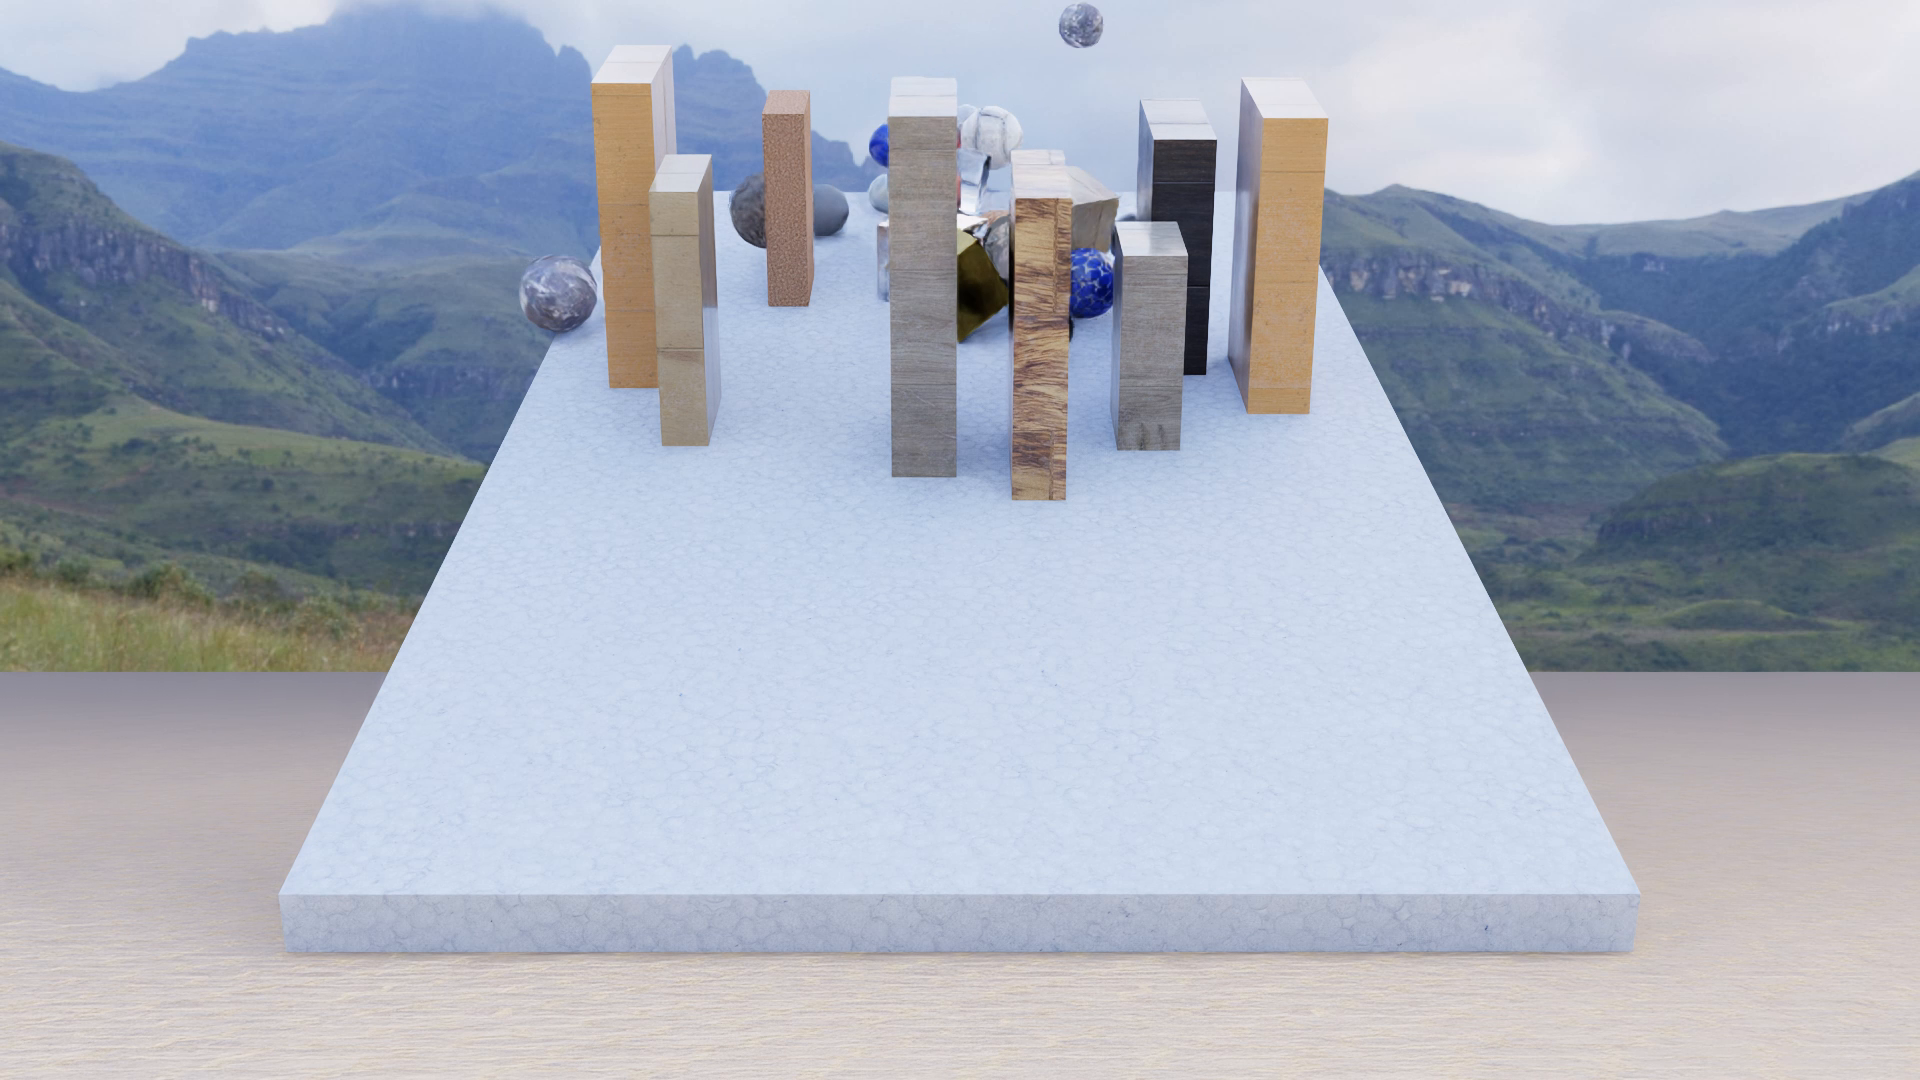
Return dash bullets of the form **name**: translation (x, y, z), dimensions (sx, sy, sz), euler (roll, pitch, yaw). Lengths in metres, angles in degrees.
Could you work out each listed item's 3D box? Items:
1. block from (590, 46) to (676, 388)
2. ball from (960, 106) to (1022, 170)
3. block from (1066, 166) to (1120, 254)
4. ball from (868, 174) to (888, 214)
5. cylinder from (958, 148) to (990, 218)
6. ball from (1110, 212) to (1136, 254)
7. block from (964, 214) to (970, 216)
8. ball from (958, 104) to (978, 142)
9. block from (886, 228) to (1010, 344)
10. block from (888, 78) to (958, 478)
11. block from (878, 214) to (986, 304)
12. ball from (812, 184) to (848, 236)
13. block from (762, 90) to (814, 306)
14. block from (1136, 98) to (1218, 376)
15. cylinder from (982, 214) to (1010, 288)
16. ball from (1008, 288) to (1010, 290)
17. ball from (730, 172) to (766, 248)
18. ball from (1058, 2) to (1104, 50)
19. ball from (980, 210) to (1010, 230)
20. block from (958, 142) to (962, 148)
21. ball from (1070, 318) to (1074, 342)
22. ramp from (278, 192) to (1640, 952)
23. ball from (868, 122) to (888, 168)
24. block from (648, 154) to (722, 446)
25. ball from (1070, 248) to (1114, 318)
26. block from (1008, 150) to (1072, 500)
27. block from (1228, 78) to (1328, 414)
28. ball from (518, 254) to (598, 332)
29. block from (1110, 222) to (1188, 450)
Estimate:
- **block**: translation (-0.754, -0.768, 5.476), dimensions (0.133, 0.718, 0.421), euler (0, 23, 0)
- **ball**: translation (0.093, -1.184, 6.830), dimensions (0.185, 0.185, 0.185), euler (0, -3, 0)
- **block**: translation (0.264, -0.828, 5.972), dimensions (0.189, 0.189, 0.189), euler (-15, 42, -34)
- **ball**: translation (-0.211, -1.018, 6.816), dimensions (0.117, 0.117, 0.117), euler (0, -3, 0)
- **cylinder**: translation (-0.031, -1.044, 6.738), dimensions (0.196, 0.196, 0.196), euler (13, -2, 5)
- **ball**: translation (0.476, -0.824, 6.338), dimensions (0.142, 0.142, 0.142), euler (0, -3, 0)
- **block**: translation (0.000, -0.776, 6.193), dimensions (0.121, 0.121, 0.121), euler (-27, -23, -46)
- **ball**: translation (0.017, -1.246, 6.944), dimensions (0.115, 0.115, 0.115), euler (0, -3, 0)
- **block**: translation (-0.026, -0.639, 5.752), dimensions (0.192, 0.192, 0.192), euler (-39, 33, -7)
- **block**: translation (-0.076, -0.560, 4.928), dimensions (0.138, 0.773, 0.366), euler (0, 23, 0)
- **block**: translation (-0.072, -0.730, 6.038), dimensions (0.205, 0.205, 0.205), euler (15, 27, 31)
- **ball**: translation (-0.391, -0.940, 6.595), dimensions (0.149, 0.149, 0.149), euler (0, -3, 0)
- **block**: translation (-0.445, -0.891, 6.033), dimensions (0.105, 0.504, 0.276), euler (0, 23, 0)
- **block**: translation (0.514, -0.738, 5.601), dimensions (0.145, 0.570, 0.425), euler (0, 23, 0)
- **cylinder**: translation (0.140, -0.723, 5.813), dimensions (0.164, 0.164, 0.164), euler (0, -2, 3)
- **ball**: translation (0.169, -0.704, 6.059), dimensions (0.142, 0.142, 0.142), euler (0, -3, 0)
- **ball**: translation (-0.521, -0.897, 6.293), dimensions (0.209, 0.209, 0.209), euler (0, -3, 0)
- **ball**: translation (0.337, -1.426, 6.426), dimensions (0.126, 0.126, 0.126), euler (0, -3, 0)
- **ball**: translation (0.107, -0.821, 6.307), dimensions (0.159, 0.159, 0.159), euler (0, -3, 0)
- **block**: translation (-0.075, -1.135, 6.966), dimensions (0.155, 0.155, 0.155), euler (28, 23, 20)
- **ball**: translation (0.211, -0.504, 5.560), dimensions (0.123, 0.123, 0.123), euler (0, -3, 0)
- **ramp**: translation (-0.008, -0.226, 5.257), dimensions (2.000, 0.100, 4.000), euler (0, 23, 0)
- **ball**: translation (-0.197, -1.139, 6.680), dimensions (0.134, 0.134, 0.134), euler (0, -3, 0)
- **block**: translation (-0.603, -0.531, 5.113), dimensions (0.102, 0.571, 0.319), euler (0, 23, 0)
- **ball**: translation (0.319, -0.650, 5.872), dimensions (0.179, 0.179, 0.179), euler (0, -3, 0)
- **block**: translation (0.163, -0.455, 4.851), dimensions (0.111, 0.641, 0.397), euler (0, 23, 0)
- **block**: translation (0.725, -0.681, 5.329), dimensions (0.141, 0.681, 0.413), euler (0, 23, 0)
- **ball**: translation (-1.004, -0.618, 5.787), dimensions (0.195, 0.195, 0.195), euler (0, -3, 0)
- **block**: translation (0.412, -0.450, 5.095), dimensions (0.137, 0.440, 0.267), euler (0, 23, 0)
